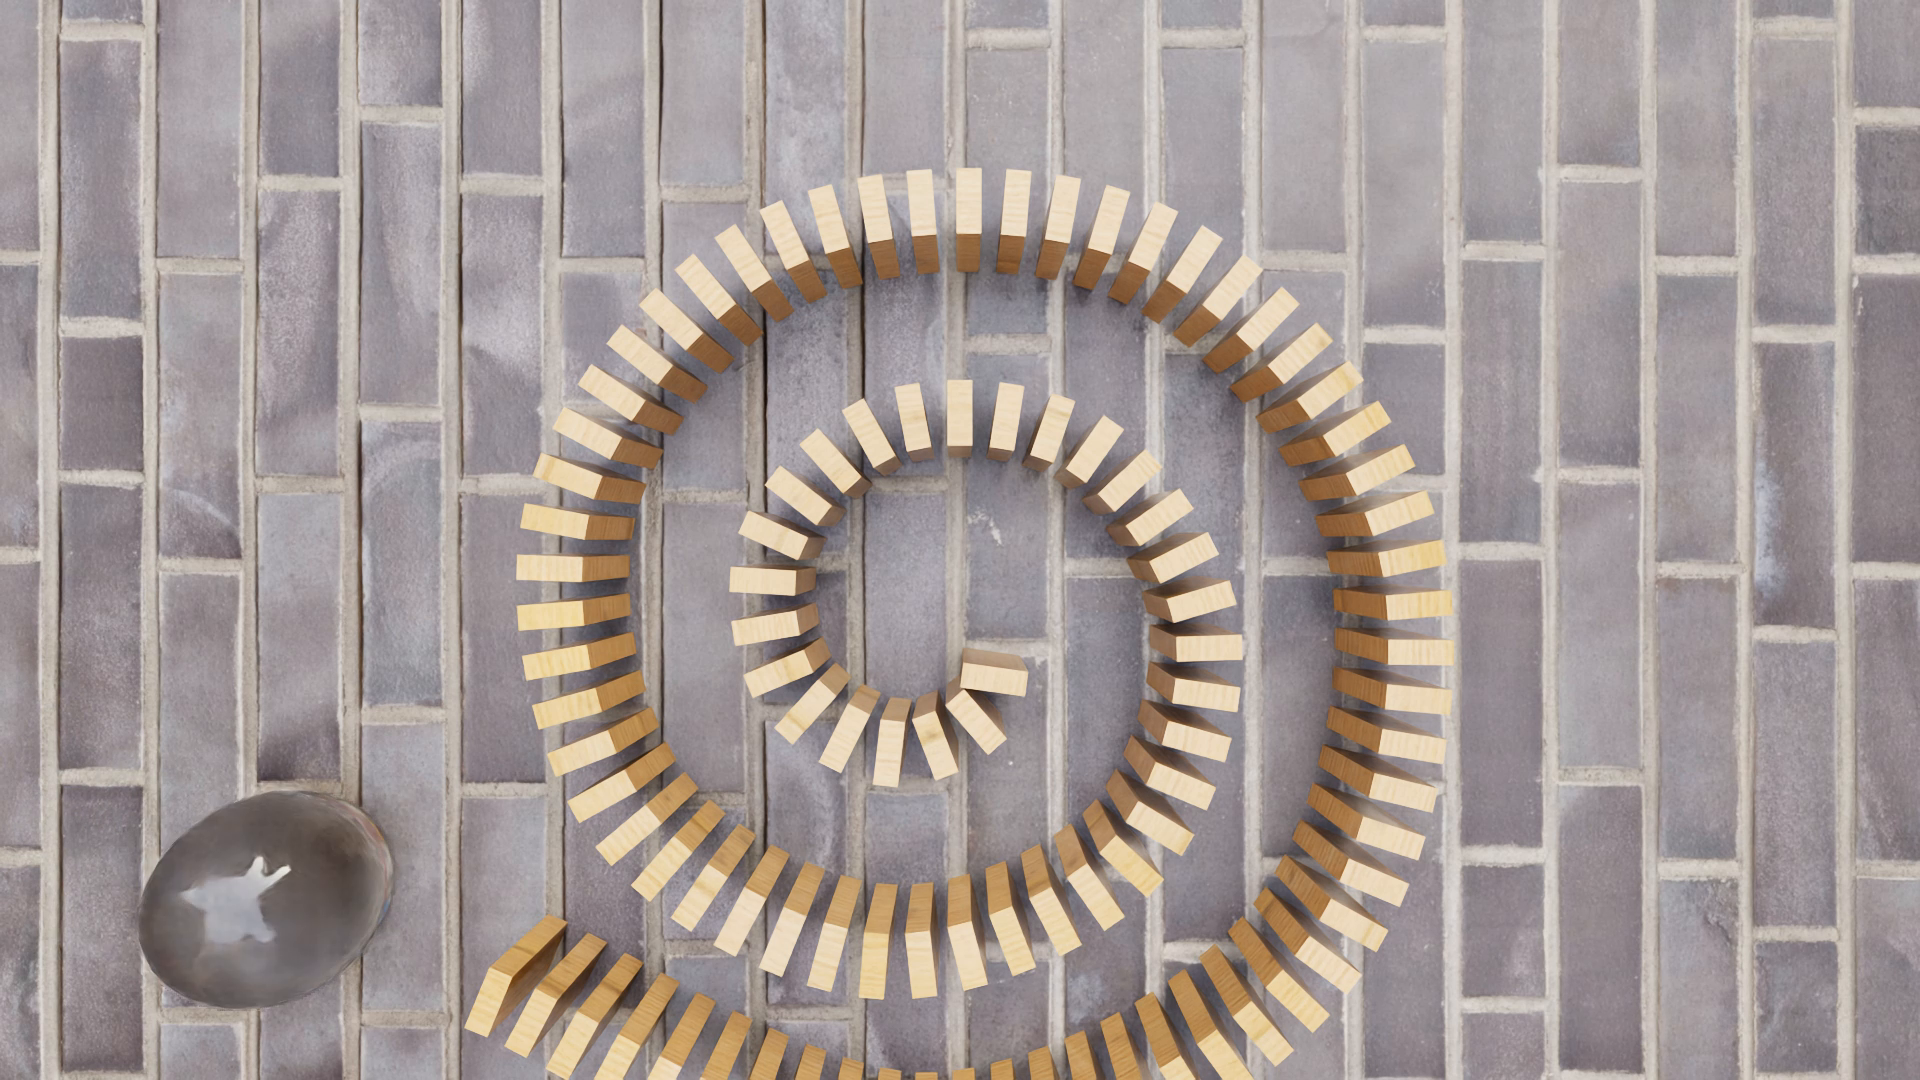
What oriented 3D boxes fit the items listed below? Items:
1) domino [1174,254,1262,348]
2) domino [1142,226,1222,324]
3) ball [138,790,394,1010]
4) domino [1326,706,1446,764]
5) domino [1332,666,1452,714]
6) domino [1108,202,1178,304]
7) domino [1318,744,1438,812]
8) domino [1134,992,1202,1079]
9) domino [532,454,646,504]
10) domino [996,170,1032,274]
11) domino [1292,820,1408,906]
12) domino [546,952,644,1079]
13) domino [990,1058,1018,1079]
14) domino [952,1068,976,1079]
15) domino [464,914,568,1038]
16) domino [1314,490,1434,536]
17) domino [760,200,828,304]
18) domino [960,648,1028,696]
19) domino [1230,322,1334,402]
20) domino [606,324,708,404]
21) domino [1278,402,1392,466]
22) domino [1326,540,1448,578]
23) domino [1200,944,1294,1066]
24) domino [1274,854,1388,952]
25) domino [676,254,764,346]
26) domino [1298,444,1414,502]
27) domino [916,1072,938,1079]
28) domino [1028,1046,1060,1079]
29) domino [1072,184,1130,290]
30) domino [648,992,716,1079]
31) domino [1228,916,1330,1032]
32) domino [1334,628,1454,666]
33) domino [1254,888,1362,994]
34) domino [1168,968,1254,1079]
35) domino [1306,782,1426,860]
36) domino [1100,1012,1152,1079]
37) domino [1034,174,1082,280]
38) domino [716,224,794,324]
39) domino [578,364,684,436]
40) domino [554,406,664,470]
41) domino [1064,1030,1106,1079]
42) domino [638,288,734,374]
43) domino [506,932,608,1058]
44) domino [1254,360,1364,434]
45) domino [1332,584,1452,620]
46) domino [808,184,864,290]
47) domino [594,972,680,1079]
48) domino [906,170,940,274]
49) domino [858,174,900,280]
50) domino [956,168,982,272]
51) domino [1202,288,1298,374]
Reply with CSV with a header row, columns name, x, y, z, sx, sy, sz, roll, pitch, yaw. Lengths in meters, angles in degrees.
name,x,y,z,sx,sy,sz,roll,pitch,yaw
domino,0.104,-0.097,0.375,0.010,0.050,0.025,39,90,0
domino,0.090,-0.107,0.375,0.010,0.050,0.025,33,90,0
ball,-0.269,0.140,0.360,0.080,0.080,0.080,0,90,0
domino,0.173,0.079,0.375,0.025,0.050,0.010,9,90,0
domino,0.175,0.061,0.375,0.025,0.050,0.009,5,90,0
domino,0.074,-0.116,0.375,0.010,0.050,0.025,25,90,0
domino,0.169,0.097,0.375,0.025,0.050,0.009,13,90,0
domino,0.087,0.210,0.375,0.009,0.050,0.025,-32,90,0
domino,-0.150,-0.024,0.375,0.025,0.050,0.009,21,90,0
domino,0.021,-0.129,0.375,0.009,0.050,0.025,5,90,0
domino,0.158,0.131,0.375,0.025,0.050,0.009,23,90,0
domino,-0.148,0.193,0.375,0.009,0.050,0.025,29,90,0
domino,0.021,0.240,0.375,0.009,0.050,0.025,-15,90,0
domino,0.003,0.243,0.375,0.010,0.050,0.025,-9,90,0
domino,-0.180,0.177,0.375,0.009,0.050,0.025,23,90,0
domino,0.168,-0.010,0.375,0.025,0.050,0.009,-20,90,0
domino,-0.067,-0.117,0.375,0.009,0.050,0.025,-25,90,0
domino,0.013,0.053,0.375,0.025,0.050,0.010,8,90,0
domino,0.130,-0.071,0.375,0.025,0.050,0.010,-41,90,0
domino,-0.122,-0.071,0.375,0.025,0.050,0.010,39,90,0
domino,0.152,-0.043,0.375,0.025,0.050,0.009,-32,90,0
domino,0.173,0.007,0.375,0.025,0.050,0.010,-12,90,0
domino,0.116,0.189,0.375,0.009,0.050,0.025,-41,90,0
domino,0.150,0.147,0.375,0.025,0.050,0.009,29,90,0
domino,-0.097,-0.097,0.375,0.009,0.050,0.025,-40,90,0
domino,0.161,-0.027,0.375,0.025,0.050,0.010,-27,90,0
domino,-0.015,0.245,0.375,0.010,0.050,0.025,0,90,0
domino,0.038,0.234,0.375,0.010,0.050,0.025,-20,90,0
domino,0.057,-0.122,0.375,0.009,0.050,0.025,16,90,0
domino,-0.116,0.210,0.375,0.010,0.050,0.025,27,90,0
domino,0.129,0.176,0.375,0.025,0.050,0.009,44,90,0
domino,0.176,0.043,0.375,0.025,0.050,0.009,1,90,0
domino,0.141,0.162,0.375,0.025,0.050,0.010,37,90,0
domino,0.102,0.200,0.375,0.009,0.050,0.025,-36,90,0
domino,0.165,0.114,0.375,0.025,0.050,0.010,18,90,0
domino,0.071,0.219,0.375,0.009,0.050,0.025,-28,90,0
domino,0.039,-0.126,0.375,0.010,0.050,0.025,10,90,0
domino,-0.083,-0.108,0.375,0.010,0.050,0.025,-34,90,0
domino,-0.133,-0.056,0.375,0.025,0.050,0.009,34,90,0
domino,-0.142,-0.041,0.375,0.025,0.050,0.010,28,90,0
domino,0.055,0.227,0.375,0.010,0.050,0.025,-24,90,0
domino,-0.110,-0.084,0.375,0.025,0.050,0.009,44,90,0
domino,-0.164,0.185,0.375,0.009,0.050,0.025,28,90,0
domino,0.141,-0.057,0.375,0.025,0.050,0.009,-37,90,0
domino,0.176,0.025,0.375,0.025,0.050,0.009,-5,90,0
domino,-0.050,-0.123,0.375,0.009,0.050,0.025,-16,90,0
domino,-0.132,0.202,0.375,0.009,0.050,0.025,28,90,0
domino,-0.015,-0.129,0.375,0.009,0.050,0.025,-5,90,0
domino,-0.033,-0.127,0.375,0.009,0.050,0.025,-10,90,0
domino,0.003,-0.130,0.375,0.009,0.050,0.025,0,90,0
domino,0.118,-0.085,0.375,0.010,0.050,0.025,44,90,0
